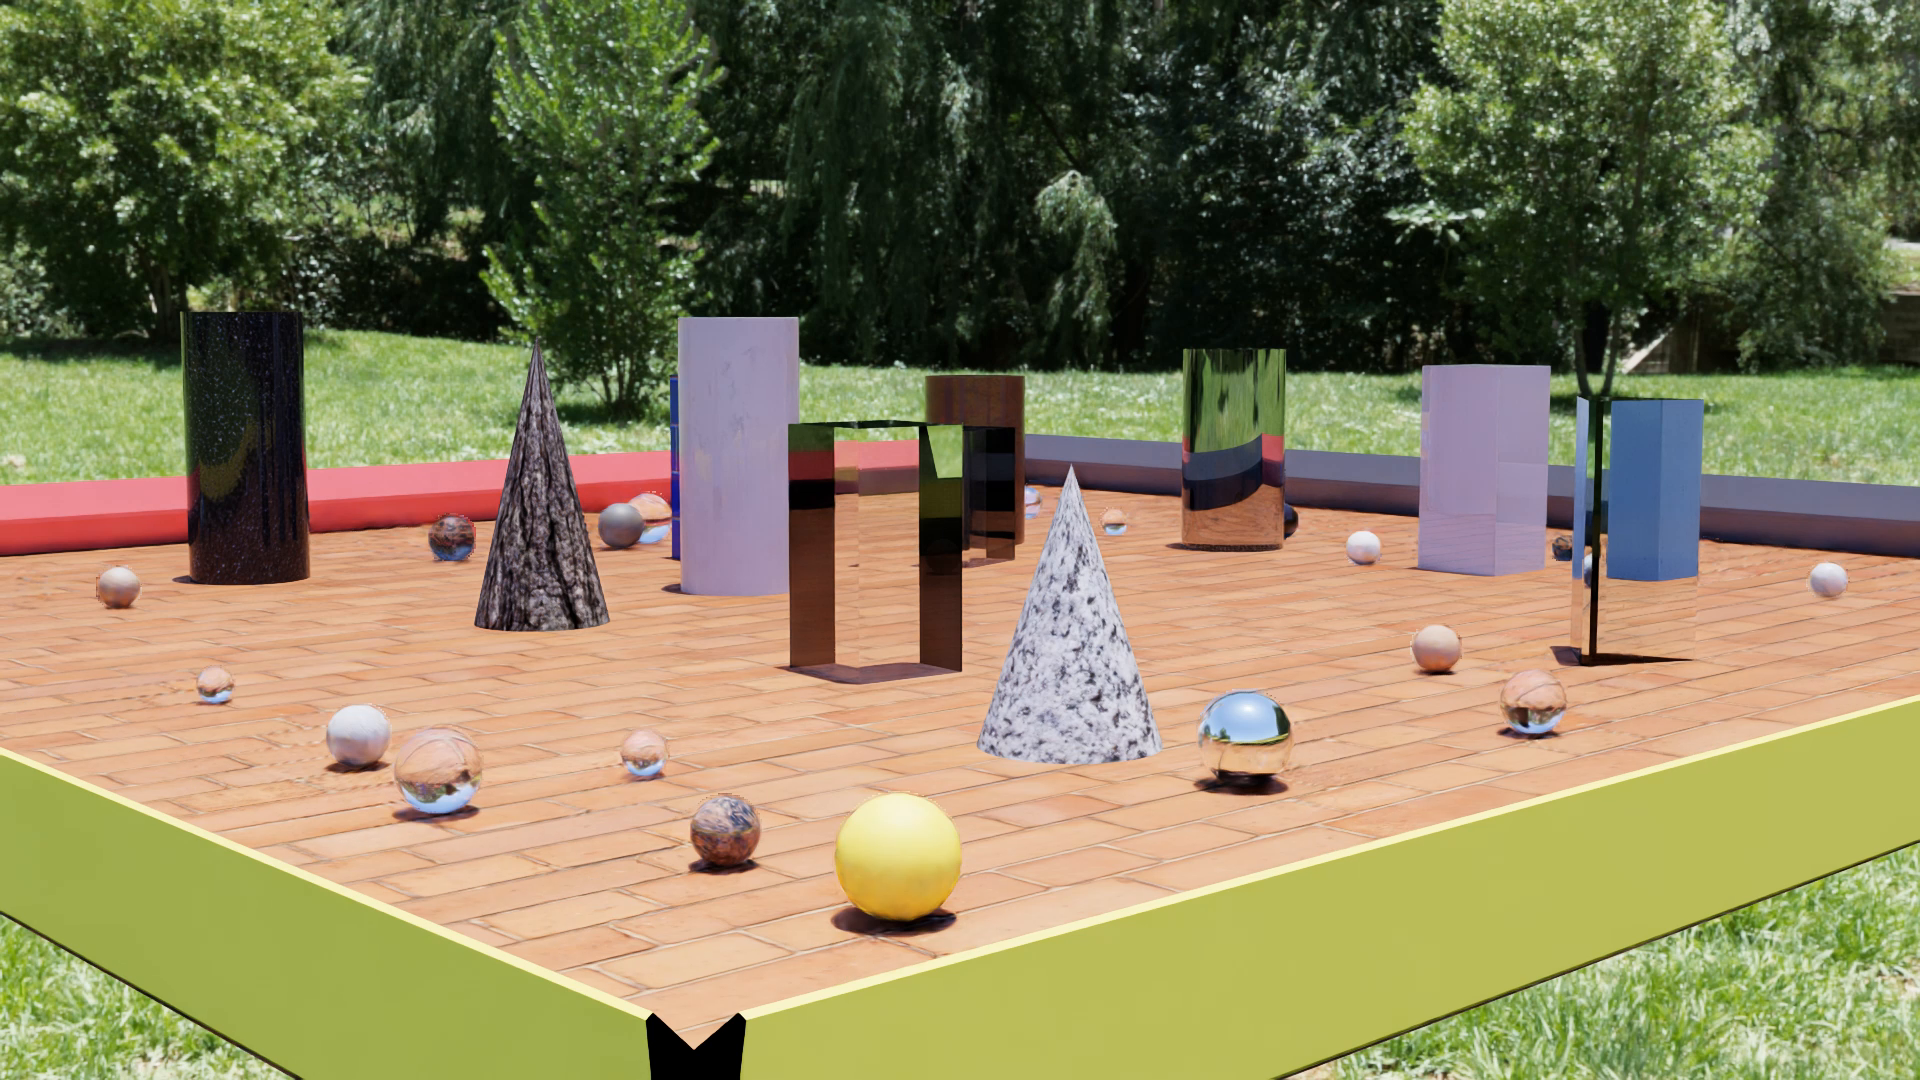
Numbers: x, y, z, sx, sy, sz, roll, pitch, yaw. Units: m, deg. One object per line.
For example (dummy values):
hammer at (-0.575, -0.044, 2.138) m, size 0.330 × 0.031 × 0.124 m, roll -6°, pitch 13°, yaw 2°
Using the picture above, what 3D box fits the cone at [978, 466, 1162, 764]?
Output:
cone at (0.112, 0.067, 2.234) m, size 0.191 × 0.288 × 0.191 m, roll 0°, pitch 6°, yaw 0°

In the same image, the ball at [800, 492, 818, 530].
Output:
ball at (-0.324, -0.057, 4.413) m, size 0.077 × 0.077 × 0.077 m, roll 0°, pitch 6°, yaw 0°

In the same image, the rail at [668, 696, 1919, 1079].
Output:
rail at (1.105, 0.158, 2.141) m, size 3.382 × 0.124 × 0.045 m, roll -6°, pitch 8°, yaw -42°

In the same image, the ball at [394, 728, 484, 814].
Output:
ball at (-0.460, 0.204, 1.942) m, size 0.077 × 0.077 × 0.077 m, roll 0°, pitch 6°, yaw 0°

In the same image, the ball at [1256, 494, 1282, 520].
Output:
ball at (0.652, -0.070, 4.637) m, size 0.056 × 0.056 × 0.056 m, roll 0°, pitch 6°, yaw 0°

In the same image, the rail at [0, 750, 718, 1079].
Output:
rail at (-1.225, 0.151, 2.208) m, size 0.045 × 0.124 × 3.306 m, roll -6°, pitch 8°, yaw -42°

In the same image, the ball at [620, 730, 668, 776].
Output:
ball at (-0.301, 0.203, 2.098) m, size 0.045 × 0.045 × 0.045 m, roll 0°, pitch 6°, yaw 0°

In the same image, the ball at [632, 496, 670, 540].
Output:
ball at (-0.592, -0.041, 4.172) m, size 0.085 × 0.085 × 0.085 m, roll 0°, pitch 6°, yaw 0°

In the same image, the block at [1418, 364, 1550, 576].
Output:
block at (0.893, -0.123, 3.748) m, size 0.153 × 0.347 × 0.153 m, roll -6°, pitch 8°, yaw -43°

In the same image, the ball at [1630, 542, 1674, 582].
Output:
ball at (1.126, 0.036, 3.579) m, size 0.068 × 0.068 × 0.068 m, roll 0°, pitch 6°, yaw 0°

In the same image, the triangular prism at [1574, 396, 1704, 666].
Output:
triangular prism at (0.833, -0.016, 2.819) m, size 0.165 × 0.331 × 0.143 m, roll -2°, pitch 6°, yaw -19°

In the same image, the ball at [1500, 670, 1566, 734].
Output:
ball at (0.601, 0.169, 2.306) m, size 0.068 × 0.068 × 0.068 m, roll 0°, pitch 6°, yaw 0°

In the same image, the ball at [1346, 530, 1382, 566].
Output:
ball at (0.701, 0.014, 3.818) m, size 0.061 × 0.061 × 0.061 m, roll 0°, pitch 6°, yaw 0°

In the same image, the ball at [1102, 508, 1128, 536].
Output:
ball at (0.303, -0.035, 4.316) m, size 0.053 × 0.053 × 0.053 m, roll 0°, pitch 6°, yaw 0°

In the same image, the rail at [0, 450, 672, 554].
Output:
rail at (-1.105, -0.093, 4.523) m, size 3.382 × 0.124 × 0.045 m, roll -6°, pitch 8°, yaw -42°

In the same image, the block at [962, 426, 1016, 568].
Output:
block at (-0.008, -0.079, 3.868) m, size 0.153 × 0.236 × 0.153 m, roll 4°, pitch 7°, yaw 32°

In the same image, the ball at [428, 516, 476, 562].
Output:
ball at (-0.896, -0.002, 3.877) m, size 0.081 × 0.081 × 0.081 m, roll 0°, pitch 6°, yaw 0°

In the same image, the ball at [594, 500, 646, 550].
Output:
ball at (-0.630, -0.026, 4.084) m, size 0.095 × 0.095 × 0.095 m, roll 0°, pitch 6°, yaw 0°

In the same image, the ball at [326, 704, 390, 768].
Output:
ball at (-0.586, 0.191, 2.140) m, size 0.061 × 0.061 × 0.061 m, roll 0°, pitch 6°, yaw 0°

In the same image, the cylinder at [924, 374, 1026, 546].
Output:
cylinder at (0.028, -0.153, 4.188) m, size 0.191 × 0.316 × 0.191 m, roll 0°, pitch 6°, yaw 0°

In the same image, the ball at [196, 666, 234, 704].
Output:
ball at (-0.843, 0.164, 2.488) m, size 0.041 × 0.041 × 0.041 m, roll 0°, pitch 6°, yaw 0°

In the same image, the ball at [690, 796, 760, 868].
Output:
ball at (-0.188, 0.233, 1.758) m, size 0.056 × 0.056 × 0.056 m, roll 0°, pitch 6°, yaw 0°

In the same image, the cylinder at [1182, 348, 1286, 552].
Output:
cylinder at (0.510, -0.171, 4.100) m, size 0.191 × 0.370 × 0.191 m, roll 0°, pitch 6°, yaw 0°

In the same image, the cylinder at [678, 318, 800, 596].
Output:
cylinder at (-0.349, -0.136, 3.481) m, size 0.191 × 0.430 × 0.191 m, roll 0°, pitch 6°, yaw 0°

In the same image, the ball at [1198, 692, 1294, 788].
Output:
ball at (0.266, 0.186, 2.051) m, size 0.089 × 0.089 × 0.089 m, roll 0°, pitch 6°, yaw 0°

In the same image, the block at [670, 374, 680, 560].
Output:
block at (-0.408, -0.129, 3.900) m, size 0.153 × 0.327 × 0.153 m, roll -4°, pitch 7°, yaw -36°

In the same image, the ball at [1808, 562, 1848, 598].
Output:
ball at (1.337, 0.062, 3.386) m, size 0.056 × 0.056 × 0.056 m, roll 0°, pitch 6°, yaw 0°

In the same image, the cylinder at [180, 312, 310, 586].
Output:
cylinder at (-1.174, -0.155, 3.616) m, size 0.191 × 0.439 × 0.191 m, roll 0°, pitch 6°, yaw 0°

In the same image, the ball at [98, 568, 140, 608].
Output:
ball at (-1.255, 0.071, 3.282) m, size 0.060 × 0.060 × 0.060 m, roll 0°, pitch 6°, yaw 0°

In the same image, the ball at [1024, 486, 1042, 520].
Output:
ball at (0.138, -0.078, 4.642) m, size 0.071 × 0.071 × 0.071 m, roll 0°, pitch 6°, yaw 0°

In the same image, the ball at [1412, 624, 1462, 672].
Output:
ball at (0.585, 0.133, 2.697) m, size 0.058 × 0.058 × 0.058 m, roll 0°, pitch 6°, yaw 0°

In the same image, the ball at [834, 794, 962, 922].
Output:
ball at (-0.045, 0.231, 1.602) m, size 0.093 × 0.093 × 0.093 m, roll 0°, pitch 6°, yaw 0°

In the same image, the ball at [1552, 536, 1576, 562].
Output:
ball at (1.067, 0.015, 3.874) m, size 0.047 × 0.047 × 0.047 m, roll 0°, pitch 6°, yaw 0°

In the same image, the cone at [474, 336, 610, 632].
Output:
cone at (-0.595, -0.087, 3.111) m, size 0.191 × 0.409 × 0.191 m, roll 0°, pitch 6°, yaw 0°

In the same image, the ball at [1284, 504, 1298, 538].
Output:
ball at (0.611, -0.036, 4.196) m, size 0.069 × 0.069 × 0.069 m, roll 0°, pitch 6°, yaw 0°

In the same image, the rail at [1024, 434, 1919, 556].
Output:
rail at (1.225, -0.086, 4.457) m, size 0.045 × 0.124 × 3.306 m, roll -6°, pitch 8°, yaw -42°

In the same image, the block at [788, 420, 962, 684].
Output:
block at (-0.104, 0.010, 2.699) m, size 0.153 × 0.304 × 0.153 m, roll -5°, pitch 8°, yaw -37°
